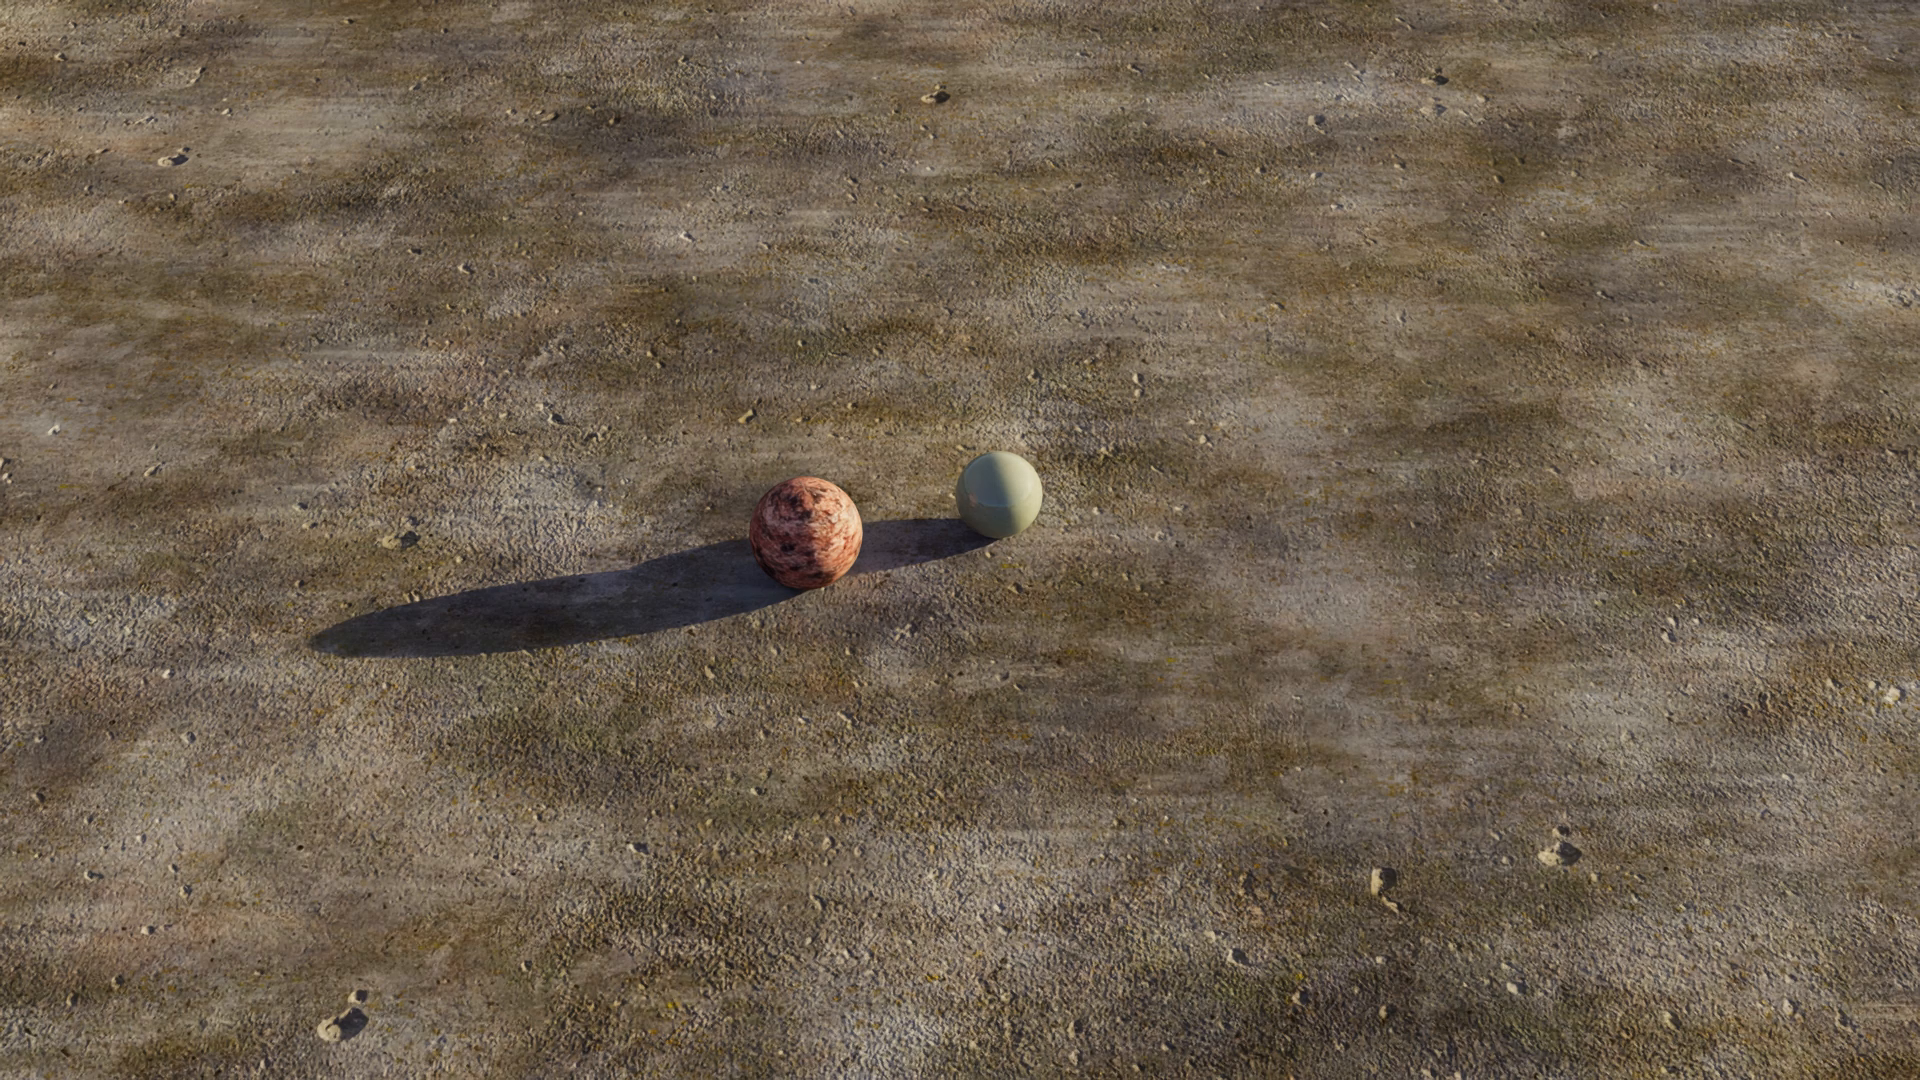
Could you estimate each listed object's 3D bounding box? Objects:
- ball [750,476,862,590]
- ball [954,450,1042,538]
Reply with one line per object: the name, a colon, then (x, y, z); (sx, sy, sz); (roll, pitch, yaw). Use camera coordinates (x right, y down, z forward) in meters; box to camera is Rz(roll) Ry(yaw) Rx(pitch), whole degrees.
ball: (-0.099, -0.004, 1.653); (0.073, 0.073, 0.073); (0, 36, 0)
ball: (0.026, -0.030, 1.701); (0.058, 0.058, 0.058); (0, 36, 0)
